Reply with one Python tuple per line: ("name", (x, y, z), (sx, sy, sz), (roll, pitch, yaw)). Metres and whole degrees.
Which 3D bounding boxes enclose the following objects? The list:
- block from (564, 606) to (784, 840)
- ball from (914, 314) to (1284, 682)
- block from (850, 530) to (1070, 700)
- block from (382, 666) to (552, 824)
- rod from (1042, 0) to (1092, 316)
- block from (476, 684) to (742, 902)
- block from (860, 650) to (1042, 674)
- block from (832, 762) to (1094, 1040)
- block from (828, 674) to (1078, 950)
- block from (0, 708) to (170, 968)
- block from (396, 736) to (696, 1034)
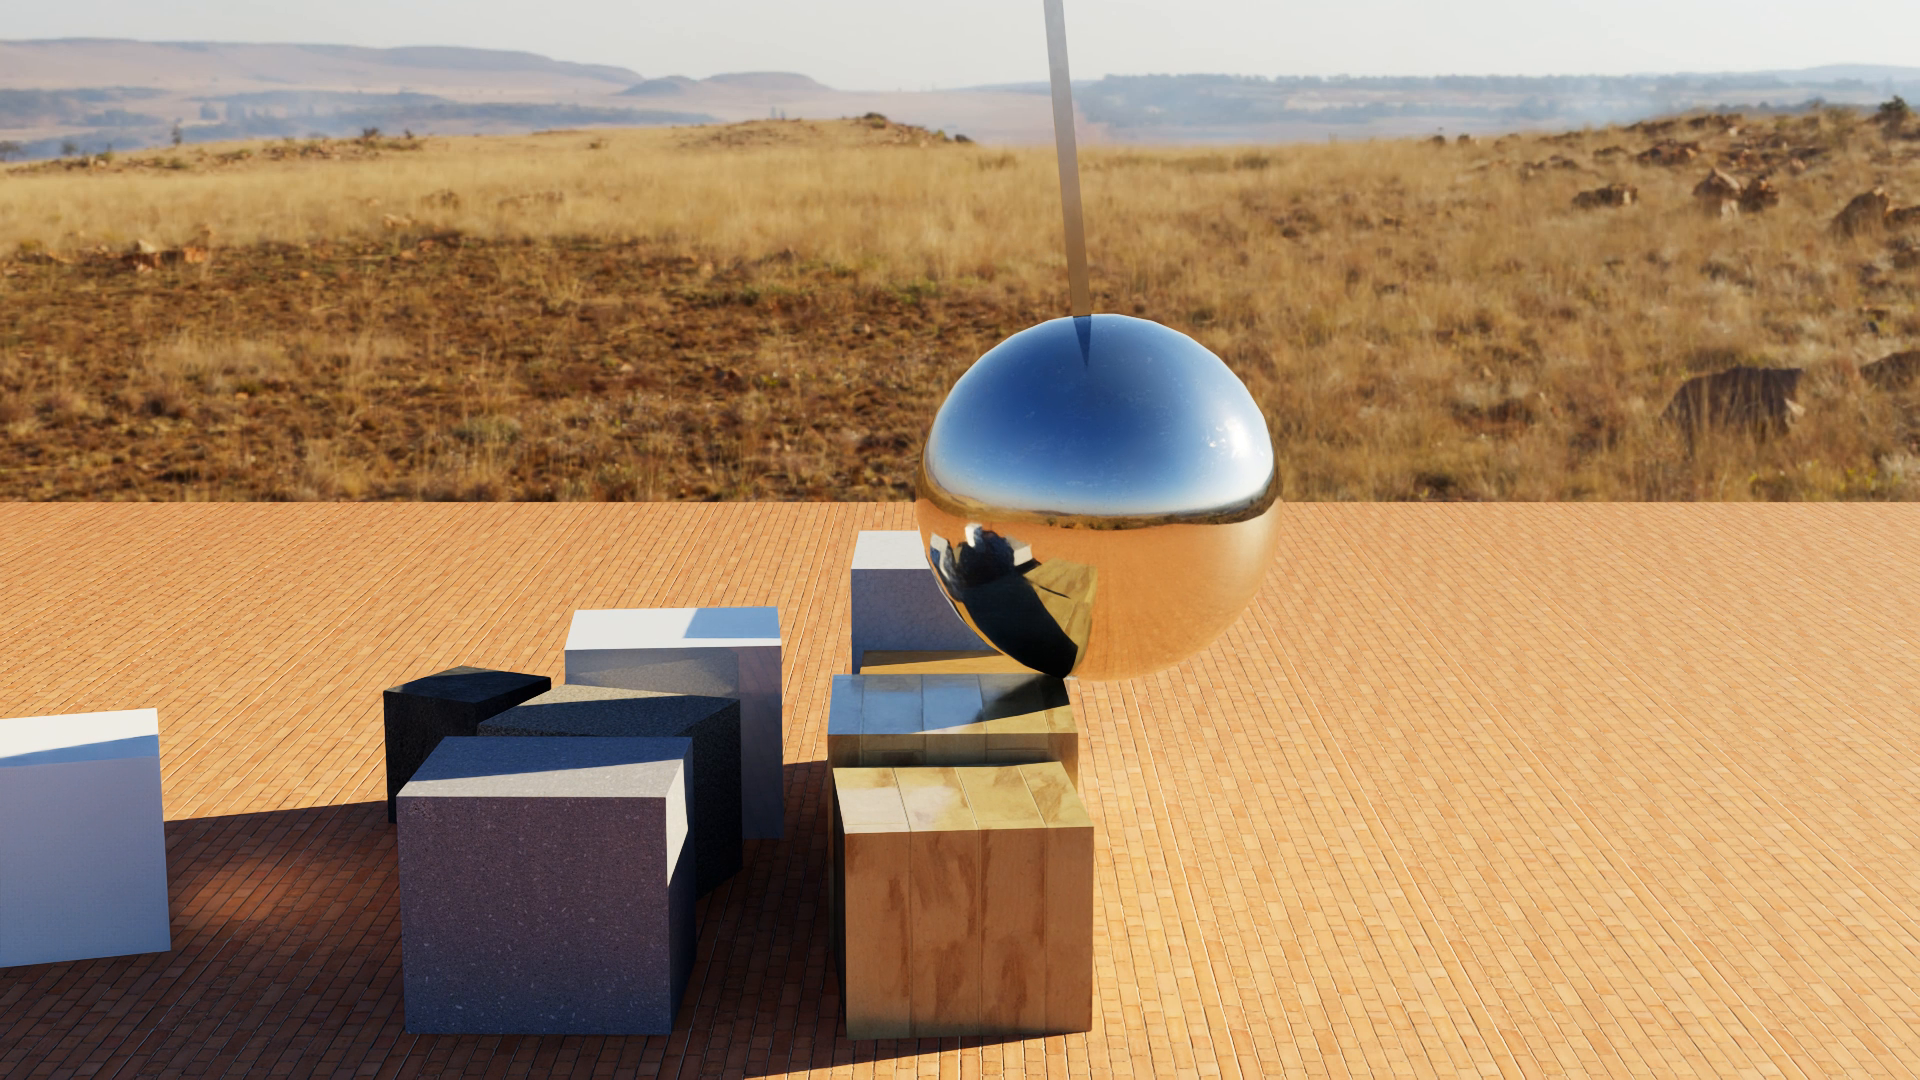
("block", (-1.350, 0.865, 12.236), (0.987, 0.919, 0.878), (-1, 10, -5))
("ball", (0.603, -0.183, 11.147), (1.600, 1.600, 1.600), (0, 10, 0))
("block", (0.004, 0.632, 12.749), (1.040, 1.195, 1.022), (0, 10, 0))
("block", (-2.341, 1.001, 12.261), (0.542, 0.645, 0.584), (5, 12, 27))
("rod", (0.261, -3.511, 10.542), (0.080, 5.200, 0.080), (-6, 10, 1))
("block", (-1.512, 1.127, 11.184), (0.873, 0.781, 0.777), (4, 11, 19))
("block", (-0.008, 0.998, 11.835), (0.898, 0.801, 0.886), (0, 10, 0))
("block", (-0.007, 1.364, 9.854), (0.913, 0.790, 0.900), (-1, 10, -6))
("block", (-0.042, 1.125, 10.862), (1.005, 0.901, 1.043), (0, 10, -1))
("block", (-3.788, 1.221, 10.567), (0.972, 0.817, 0.816), (-3, 11, -18))
("block", (-1.557, 1.305, 9.840), (0.985, 0.911, 0.856), (0, 10, 1))
